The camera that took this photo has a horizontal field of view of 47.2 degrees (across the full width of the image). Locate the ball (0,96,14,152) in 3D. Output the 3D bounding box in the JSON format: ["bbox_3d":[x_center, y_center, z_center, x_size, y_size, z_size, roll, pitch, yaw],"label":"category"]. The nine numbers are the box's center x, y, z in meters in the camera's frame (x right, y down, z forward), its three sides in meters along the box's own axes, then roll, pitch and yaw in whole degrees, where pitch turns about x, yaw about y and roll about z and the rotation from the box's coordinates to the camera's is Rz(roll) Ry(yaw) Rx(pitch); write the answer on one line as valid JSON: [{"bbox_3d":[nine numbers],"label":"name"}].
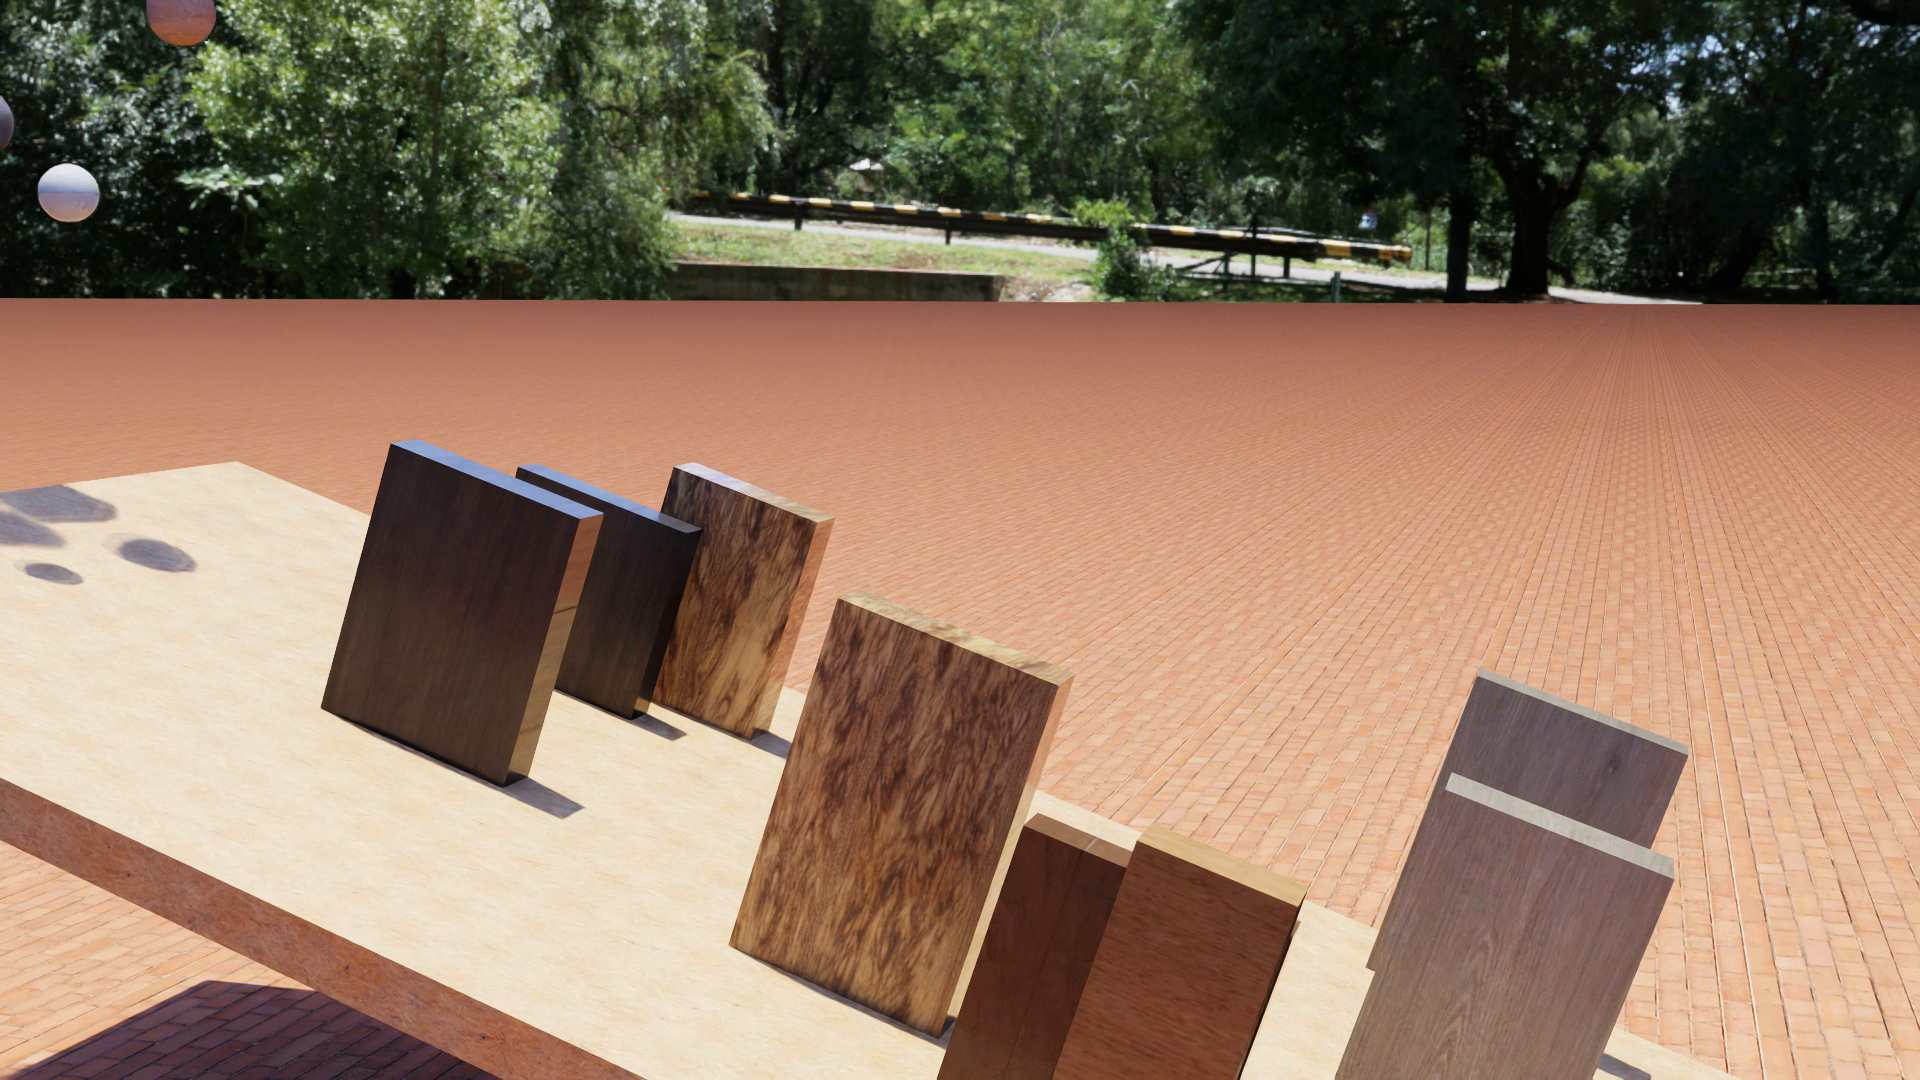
[{"bbox_3d":[-1.959,-0.830,4.364,0.149,0.149,0.149,0,7,0],"label":"ball"}]

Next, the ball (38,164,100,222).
[{"bbox_3d":[-1.772,-0.689,4.371,0.115,0.115,0.115,0,7,0],"label":"ball"}]

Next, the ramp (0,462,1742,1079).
[{"bbox_3d":[-0.350,0.656,4.222,4.000,0.100,2.000,21,12,14],"label":"ramp"}]

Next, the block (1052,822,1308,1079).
[{"bbox_3d":[0.283,0.728,3.164,0.240,0.584,0.105,21,12,14],"label":"block"}]

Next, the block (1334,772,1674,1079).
[{"bbox_3d":[0.971,0.777,3.949,0.411,0.589,0.141,21,12,14],"label":"block"}]

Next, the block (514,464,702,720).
[{"bbox_3d":[-0.810,0.109,4.728,0.410,0.429,0.083,21,12,14],"label":"block"}]

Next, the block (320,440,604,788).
[{"bbox_3d":[-0.942,0.136,4.144,0.408,0.539,0.099,21,12,14],"label":"block"}]

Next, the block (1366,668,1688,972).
[{"bbox_3d":[1.171,0.661,4.568,0.440,0.671,0.099,21,12,14],"label":"block"}]

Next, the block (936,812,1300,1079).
[{"bbox_3d":[0.231,0.724,3.359,0.433,0.479,0.084,21,12,14],"label":"block"}]

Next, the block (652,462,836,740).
[{"bbox_3d":[-0.524,0.133,4.840,0.351,0.512,0.110,21,12,14],"label":"block"}]

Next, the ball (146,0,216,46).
[{"bbox_3d":[-1.652,-1.120,4.665,0.142,0.142,0.142,0,7,0],"label":"ball"}]

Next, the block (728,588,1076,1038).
[{"bbox_3d":[-0.102,0.456,3.689,0.397,0.641,0.111,21,12,14],"label":"block"}]
